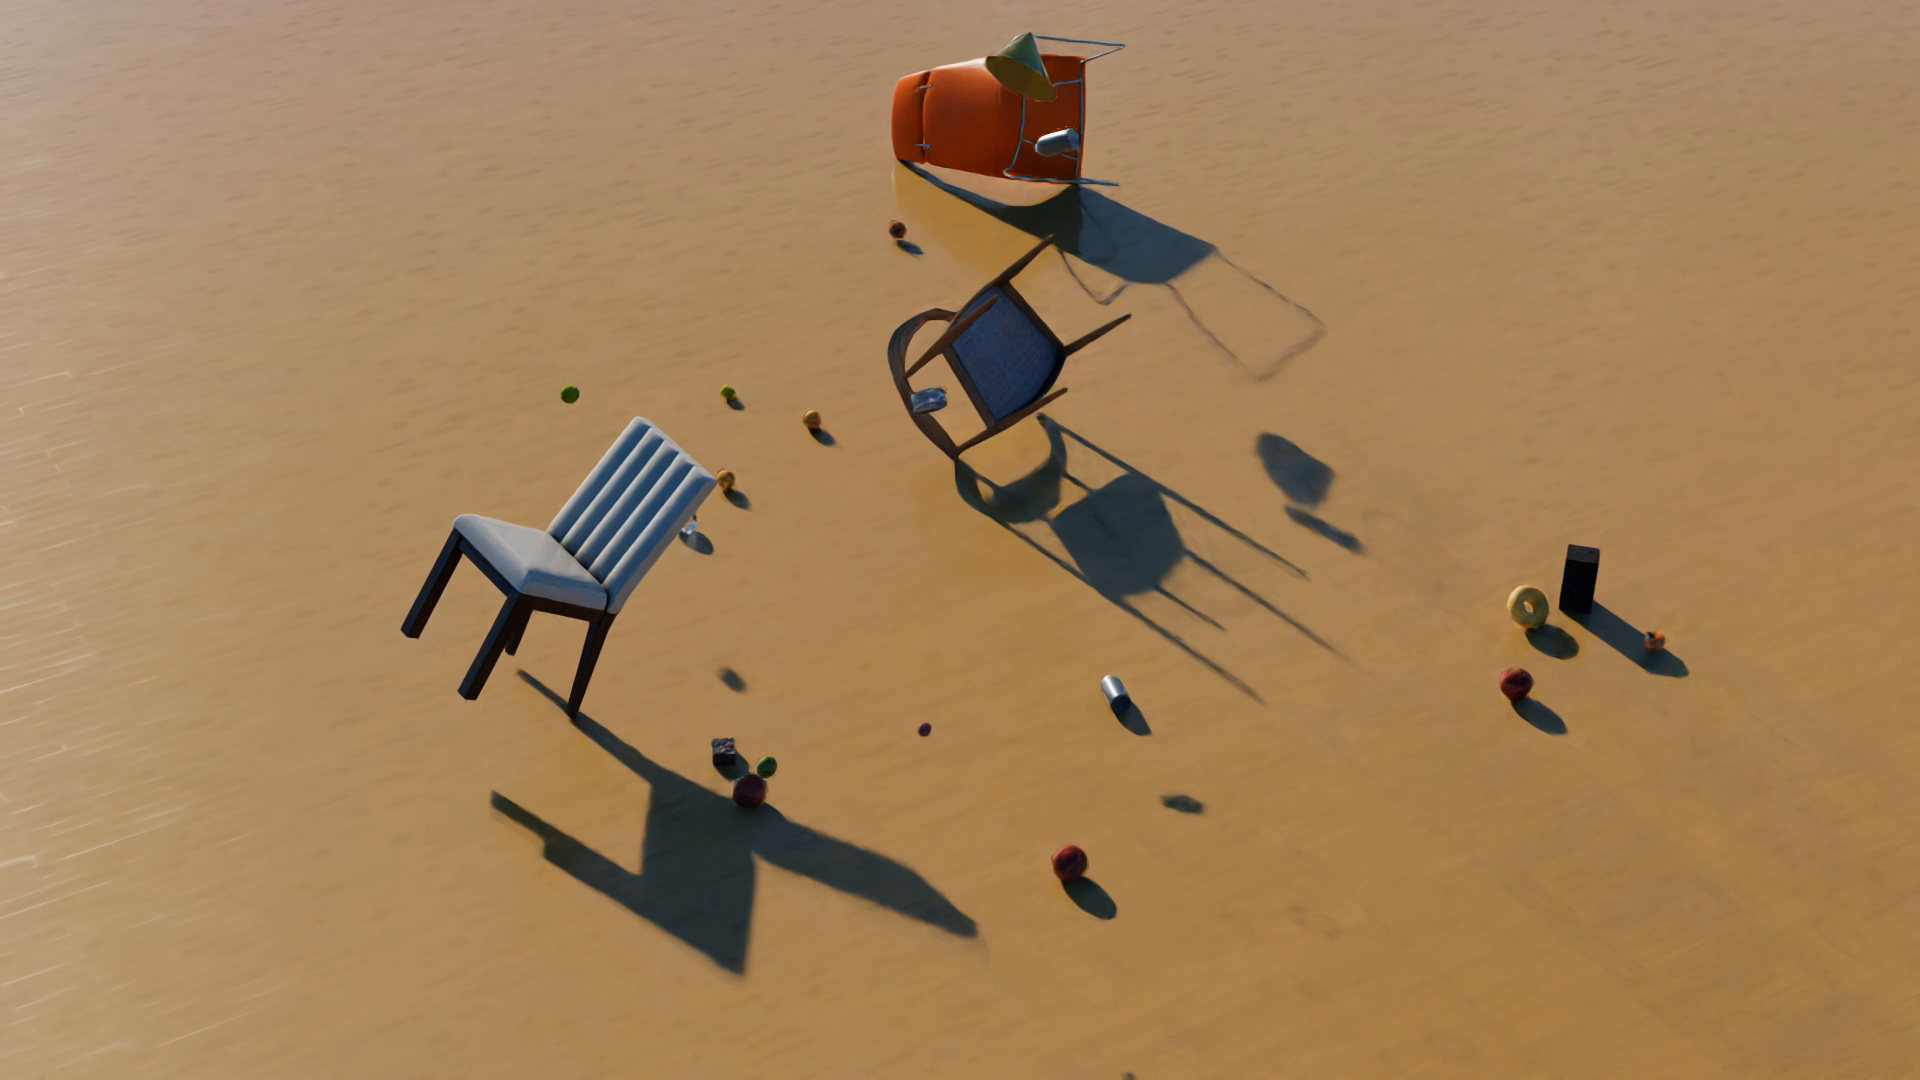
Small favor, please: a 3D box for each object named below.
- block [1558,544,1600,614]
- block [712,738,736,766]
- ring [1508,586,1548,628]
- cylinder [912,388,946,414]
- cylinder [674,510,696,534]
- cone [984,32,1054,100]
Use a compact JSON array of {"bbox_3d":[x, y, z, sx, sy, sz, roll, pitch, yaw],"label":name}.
[{"bbox_3d":[2.224,0.141,10.531,0.113,0.218,0.100,8,34,10],"label":"block"},{"bbox_3d":[-0.792,0.710,9.824,0.076,0.047,0.086,-3,34,-5],"label":"block"},{"bbox_3d":[2.028,0.239,10.461,0.162,0.063,0.160,-8,75,-29],"label":"ring"},{"bbox_3d":[-0.109,-0.492,10.336,0.120,0.050,0.068,-14,55,3],"label":"cylinder"},{"bbox_3d":[-1.029,-0.067,10.974,0.050,0.080,0.079,15,55,22],"label":"cylinder"},{"bbox_3d":[0.274,-2.031,12.267,0.197,0.359,0.237,-16,54,49],"label":"cone"}]
